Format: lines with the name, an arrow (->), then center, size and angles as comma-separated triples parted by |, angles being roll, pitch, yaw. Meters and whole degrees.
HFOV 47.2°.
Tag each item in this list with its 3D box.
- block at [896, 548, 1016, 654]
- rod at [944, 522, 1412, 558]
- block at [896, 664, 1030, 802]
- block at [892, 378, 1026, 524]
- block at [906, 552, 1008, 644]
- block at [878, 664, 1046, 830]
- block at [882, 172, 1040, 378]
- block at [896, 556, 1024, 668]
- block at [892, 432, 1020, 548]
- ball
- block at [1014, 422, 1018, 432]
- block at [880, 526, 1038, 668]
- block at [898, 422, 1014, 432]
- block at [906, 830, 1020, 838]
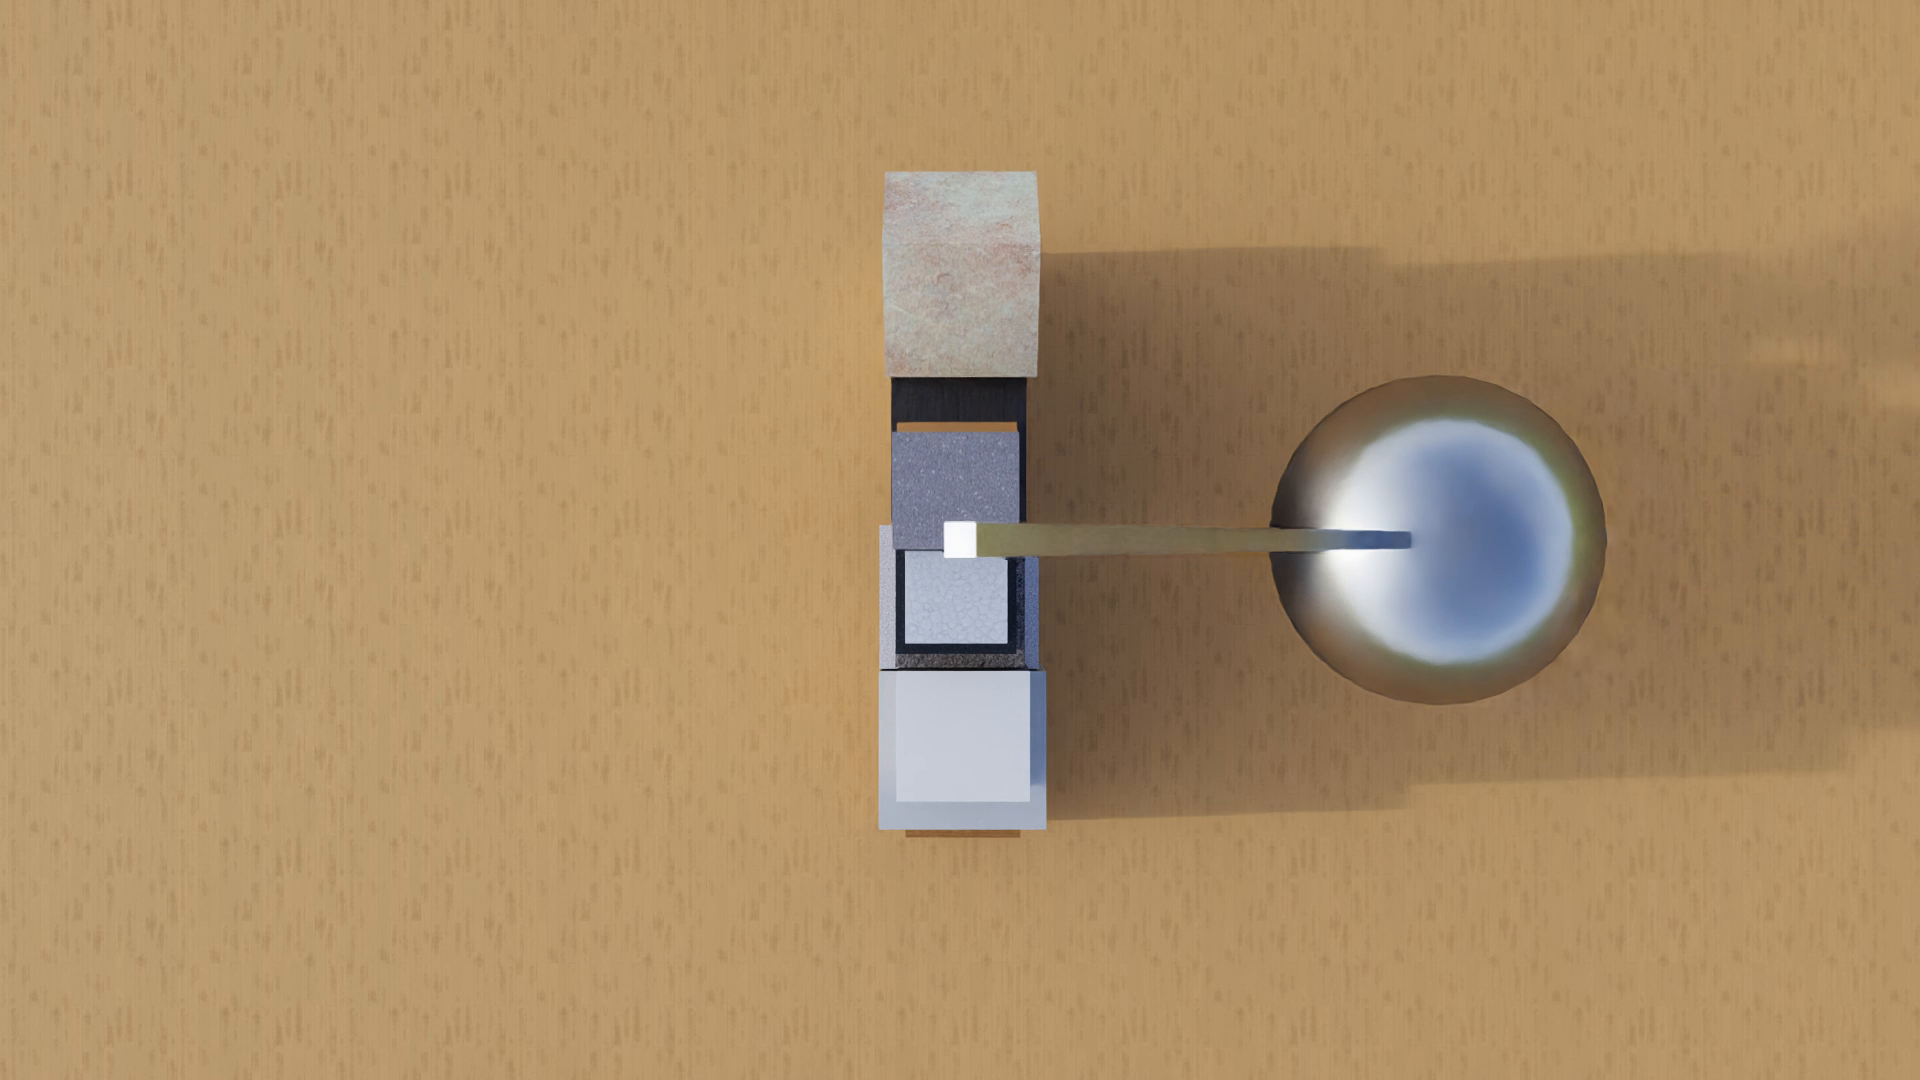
block -> -0.018, 0.287, 10.771 | 0.577, 0.502, 0.518 | 0, 90, 0
rod -> 0.994, 0.000, 7.484 | 0.080, 5.200, 0.080 | 0, 90, 22
block -> 0.017, 0.972, 11.219 | 0.660, 0.676, 0.645 | 0, 90, 0
block -> -0.006, -0.489, 11.909 | 0.708, 0.833, 0.799 | 0, 90, 0
block -> -0.017, 0.267, 10.325 | 0.470, 0.390, 0.419 | 0, 90, 0
block -> 0.013, 1.106, 11.930 | 0.880, 0.744, 0.832 | 0, 90, 0
block -> 0.006, -1.348, 11.162 | 0.768, 0.704, 0.782 | 0, 128, 0
block -> 0.000, 0.331, 11.323 | 0.651, 0.601, 0.616 | 0, 90, 0
block -> -0.019, -0.221, 10.067 | 0.566, 0.531, 0.523 | 0, 90, 0
ball -> 2.295, 0.000, 10.625 | 1.600, 1.600, 1.600 | 0, 90, 0
block -> 0.010, -0.287, 11.208 | 0.548, 0.569, 0.593 | 0, 90, 0
block -> -0.004, 0.301, 11.975 | 0.842, 0.702, 0.758 | 0, 90, 0
block -> -0.019, -0.269, 10.628 | 0.552, 0.590, 0.564 | 0, 90, 0
block -> 0.017, 1.328, 12.651 | 0.642, 0.698, 0.675 | 0, 90, 0
